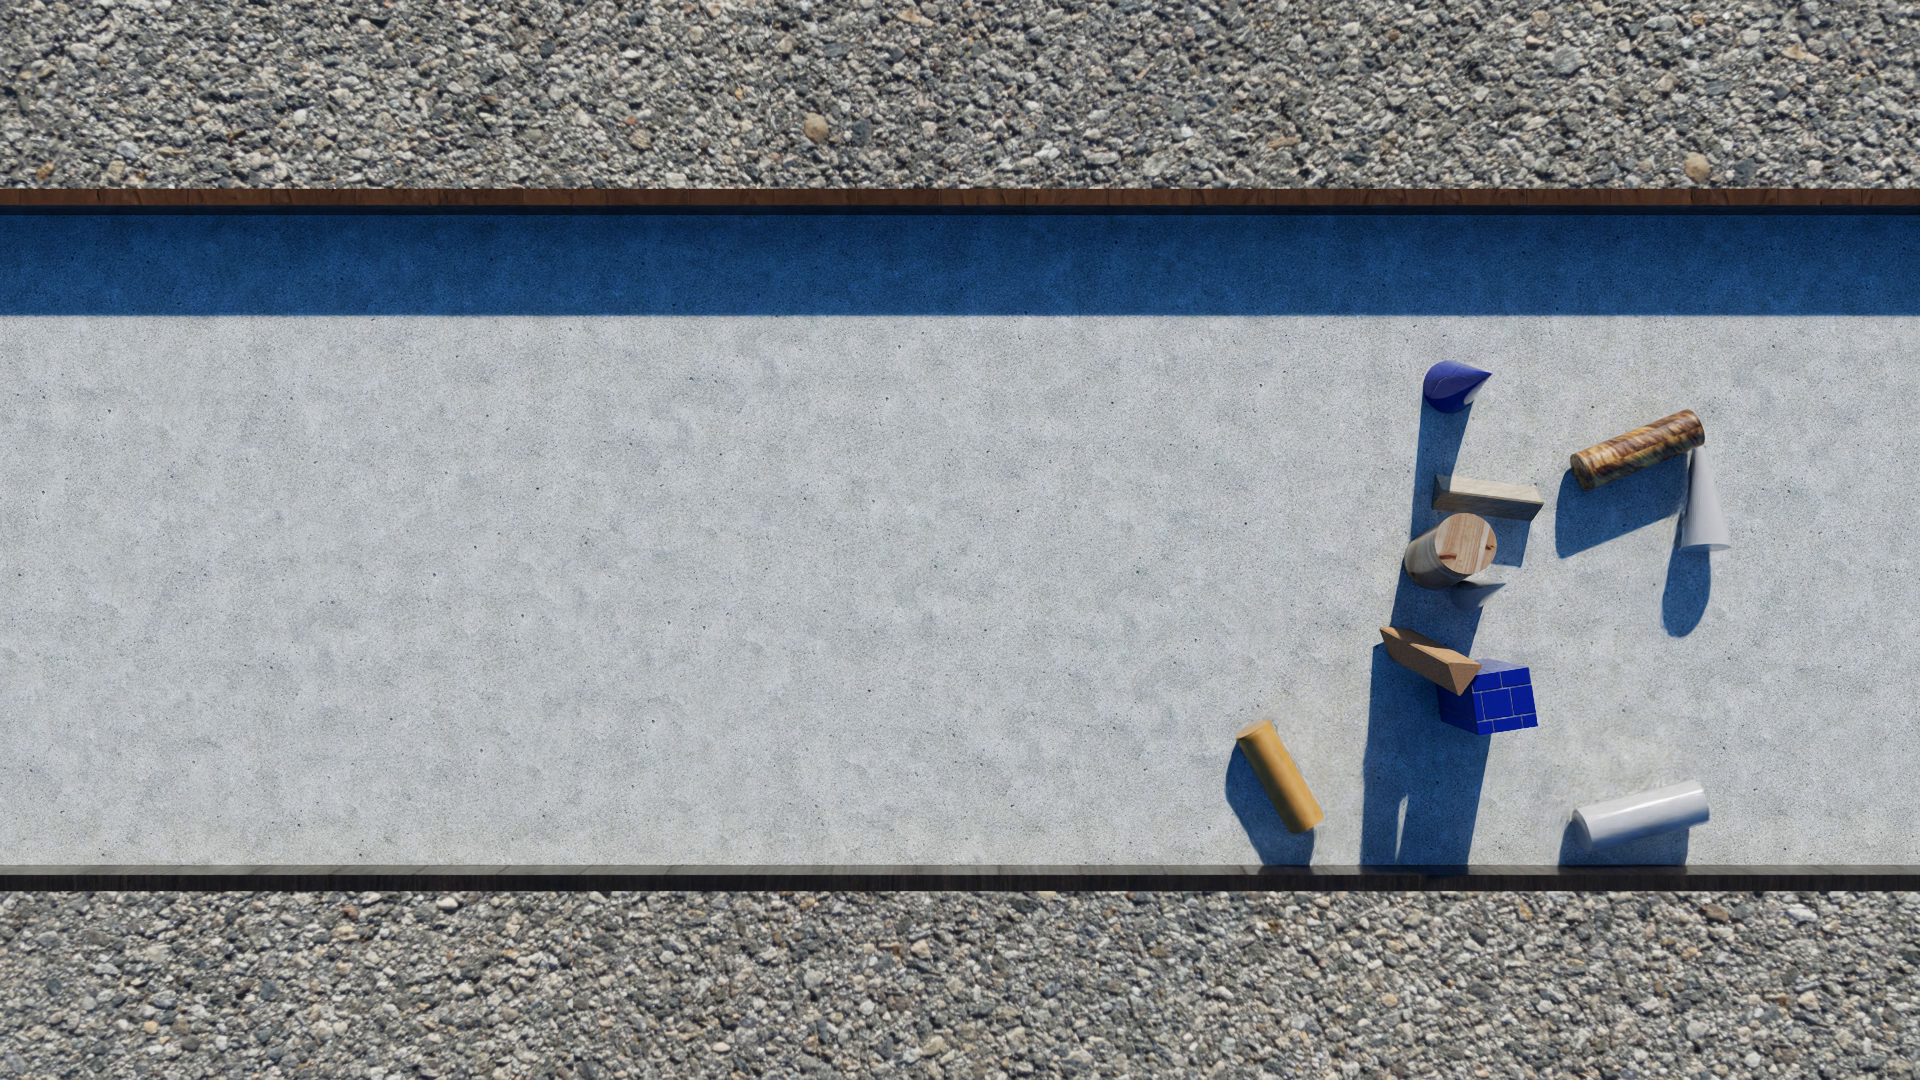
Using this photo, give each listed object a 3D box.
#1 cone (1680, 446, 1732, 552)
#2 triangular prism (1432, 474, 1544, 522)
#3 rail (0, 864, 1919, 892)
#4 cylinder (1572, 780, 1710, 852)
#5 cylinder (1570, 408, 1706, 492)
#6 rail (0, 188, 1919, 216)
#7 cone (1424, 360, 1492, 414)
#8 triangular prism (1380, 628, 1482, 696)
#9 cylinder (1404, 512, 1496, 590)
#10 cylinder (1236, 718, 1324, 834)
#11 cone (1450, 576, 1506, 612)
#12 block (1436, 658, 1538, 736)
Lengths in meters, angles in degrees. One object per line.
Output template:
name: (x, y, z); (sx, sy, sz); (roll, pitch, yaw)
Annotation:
cone: (2.267, -0.167, 5.041); (0.142, 0.142, 0.389); (1, 80, 0)
triangular prism: (1.610, -0.130, 5.028); (0.311, 0.091, 0.105); (7, 90, 0)
rail: (-2.247, 1.025, 5.001); (12.000, 0.150, 0.050); (0, 90, 0)
cylinder: (2.066, 0.837, 5.011); (0.365, 0.132, 0.132); (-14, 90, 0)
cylinder: (2.059, -0.274, 5.015); (0.370, 0.122, 0.122); (-22, 90, 0)
rail: (-2.247, -1.025, 5.002); (12.000, 0.150, 0.050); (0, 90, 0)
cone: (1.508, -0.471, 4.873); (0.165, 0.407, 0.165); (0, 90, 0)
triangular prism: (1.394, 0.336, 4.874); (0.093, 0.407, 0.107); (-25, 106, -8)
cylinder: (1.454, 0.038, 4.904); (0.179, 0.319, 0.179); (0, 80, -1)
cylinder: (0.975, 0.719, 5.020); (0.114, 0.114, 0.337); (-30, 90, 0)
cone: (1.551, 0.144, 4.856); (0.111, 0.431, 0.111); (0, 84, 3)
block: (1.552, 0.460, 4.891); (0.171, 0.371, 0.171); (-9, 90, 0)
